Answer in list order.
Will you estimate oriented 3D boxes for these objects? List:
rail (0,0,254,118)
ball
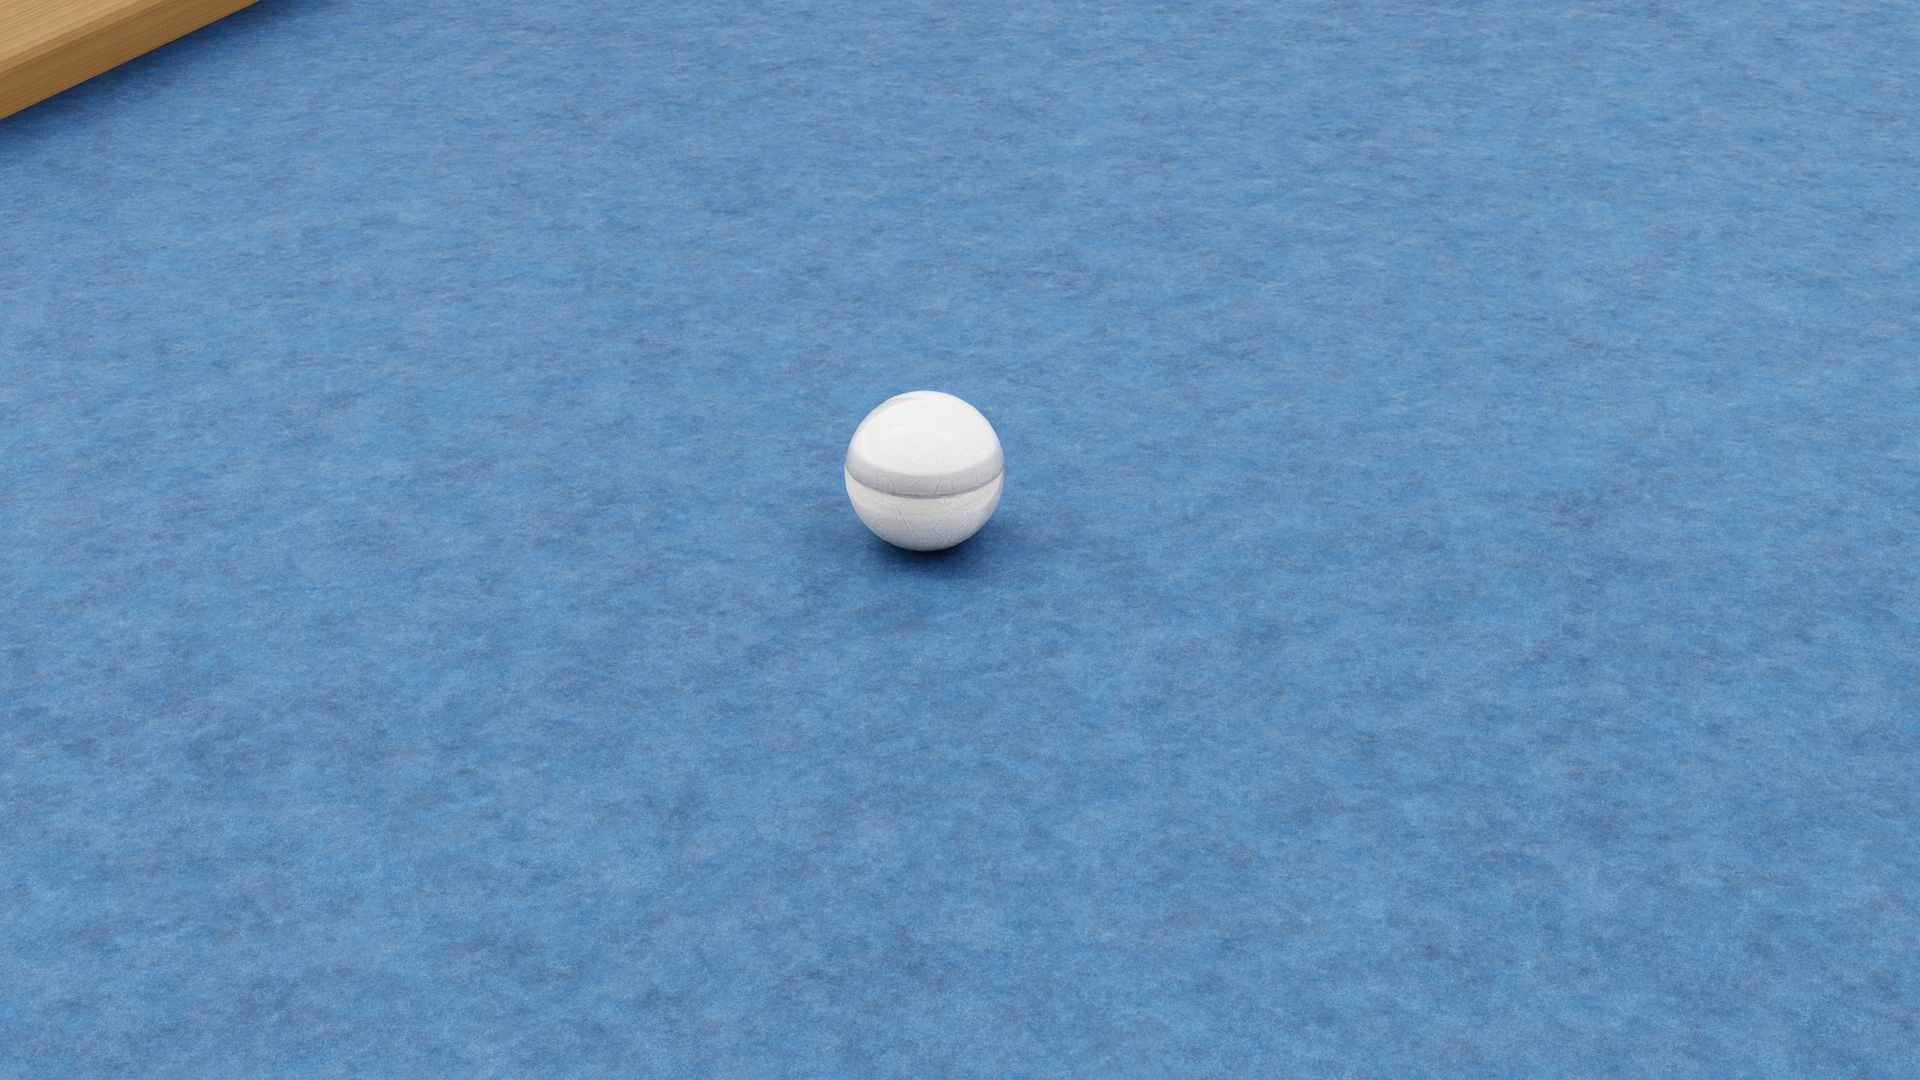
[{"bbox_3d":[-0.455,-0.668,2.818,0.045,0.121,4.014,13,31,23],"label":"rail"},{"bbox_3d":[-0.020,-0.040,1.701,0.093,0.093,0.093,0,29,0],"label":"ball"}]
